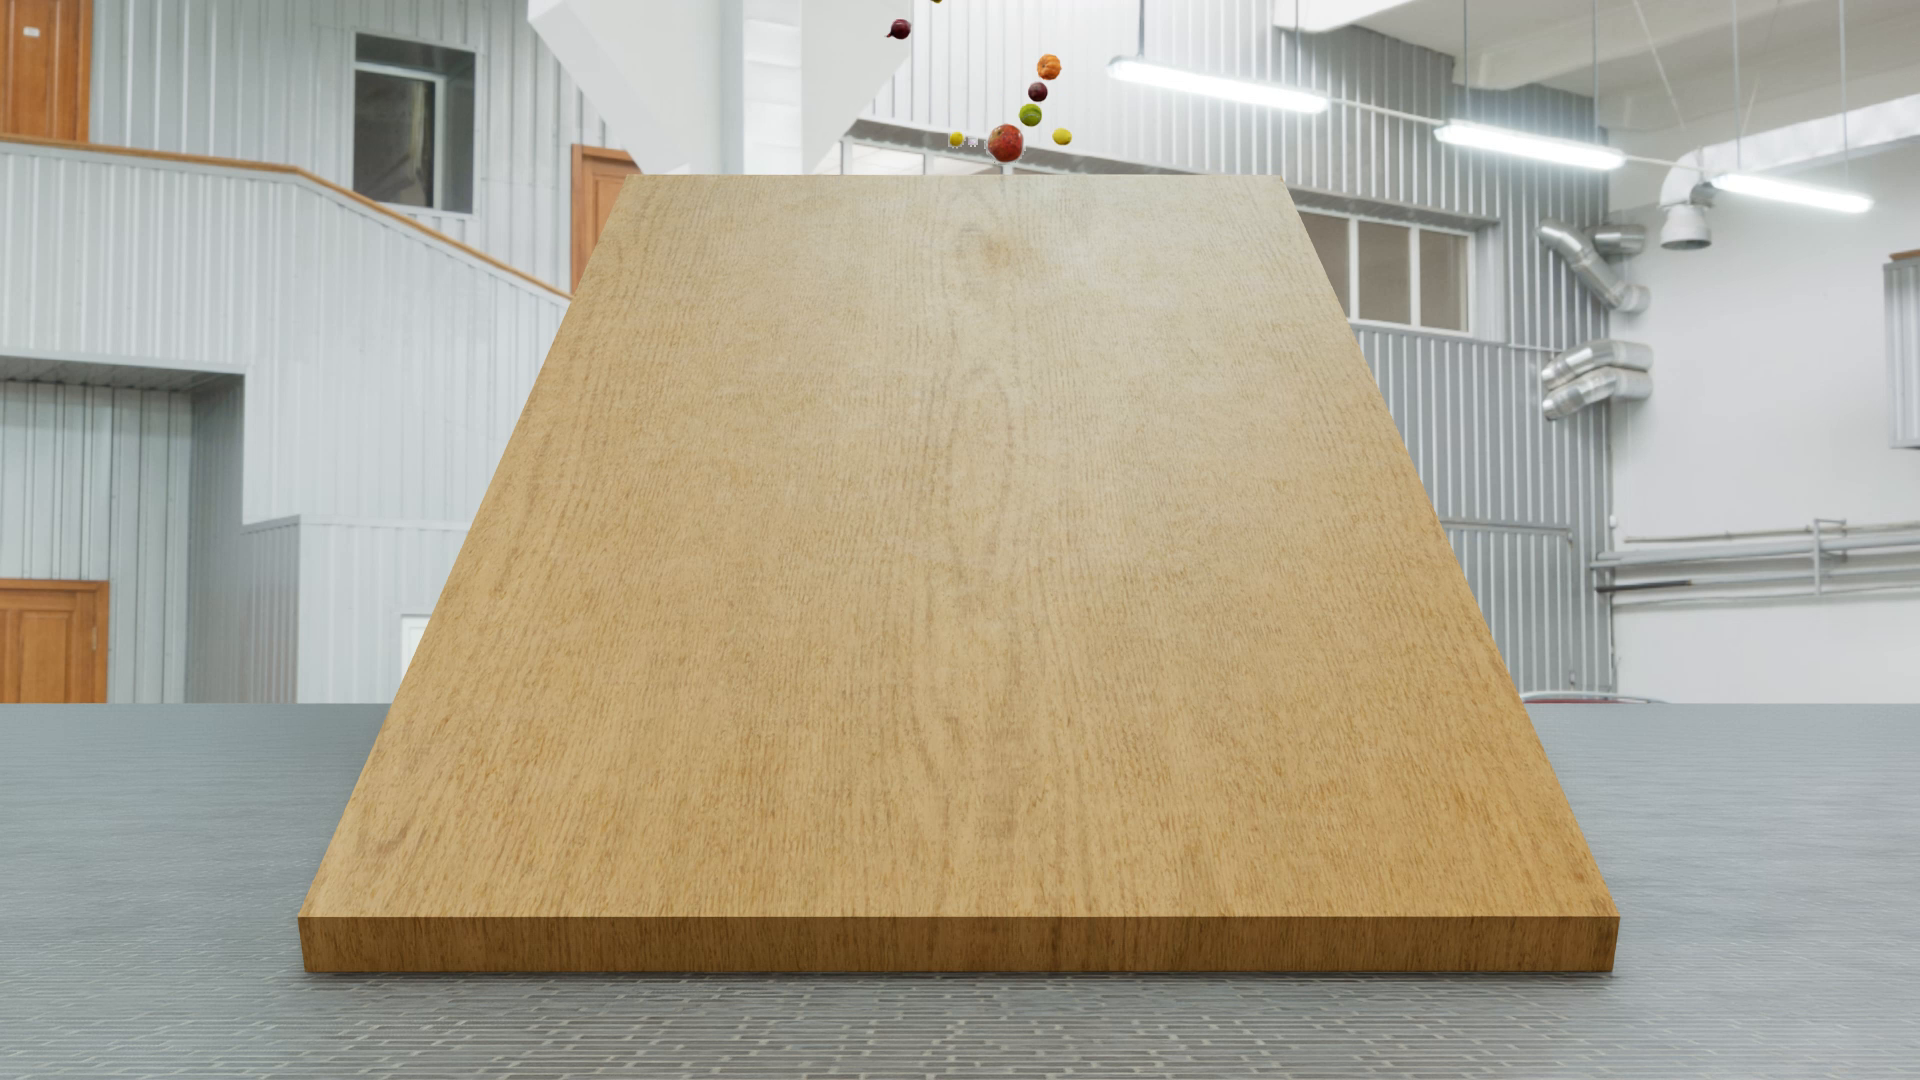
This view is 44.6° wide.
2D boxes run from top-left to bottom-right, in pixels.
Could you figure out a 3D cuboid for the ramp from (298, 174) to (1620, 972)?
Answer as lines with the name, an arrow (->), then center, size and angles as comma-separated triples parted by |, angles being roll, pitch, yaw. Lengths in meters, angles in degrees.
ramp -> -0.009, -0.229, 5.373 | 2.000, 0.100, 4.000 | 0, 25, 0
